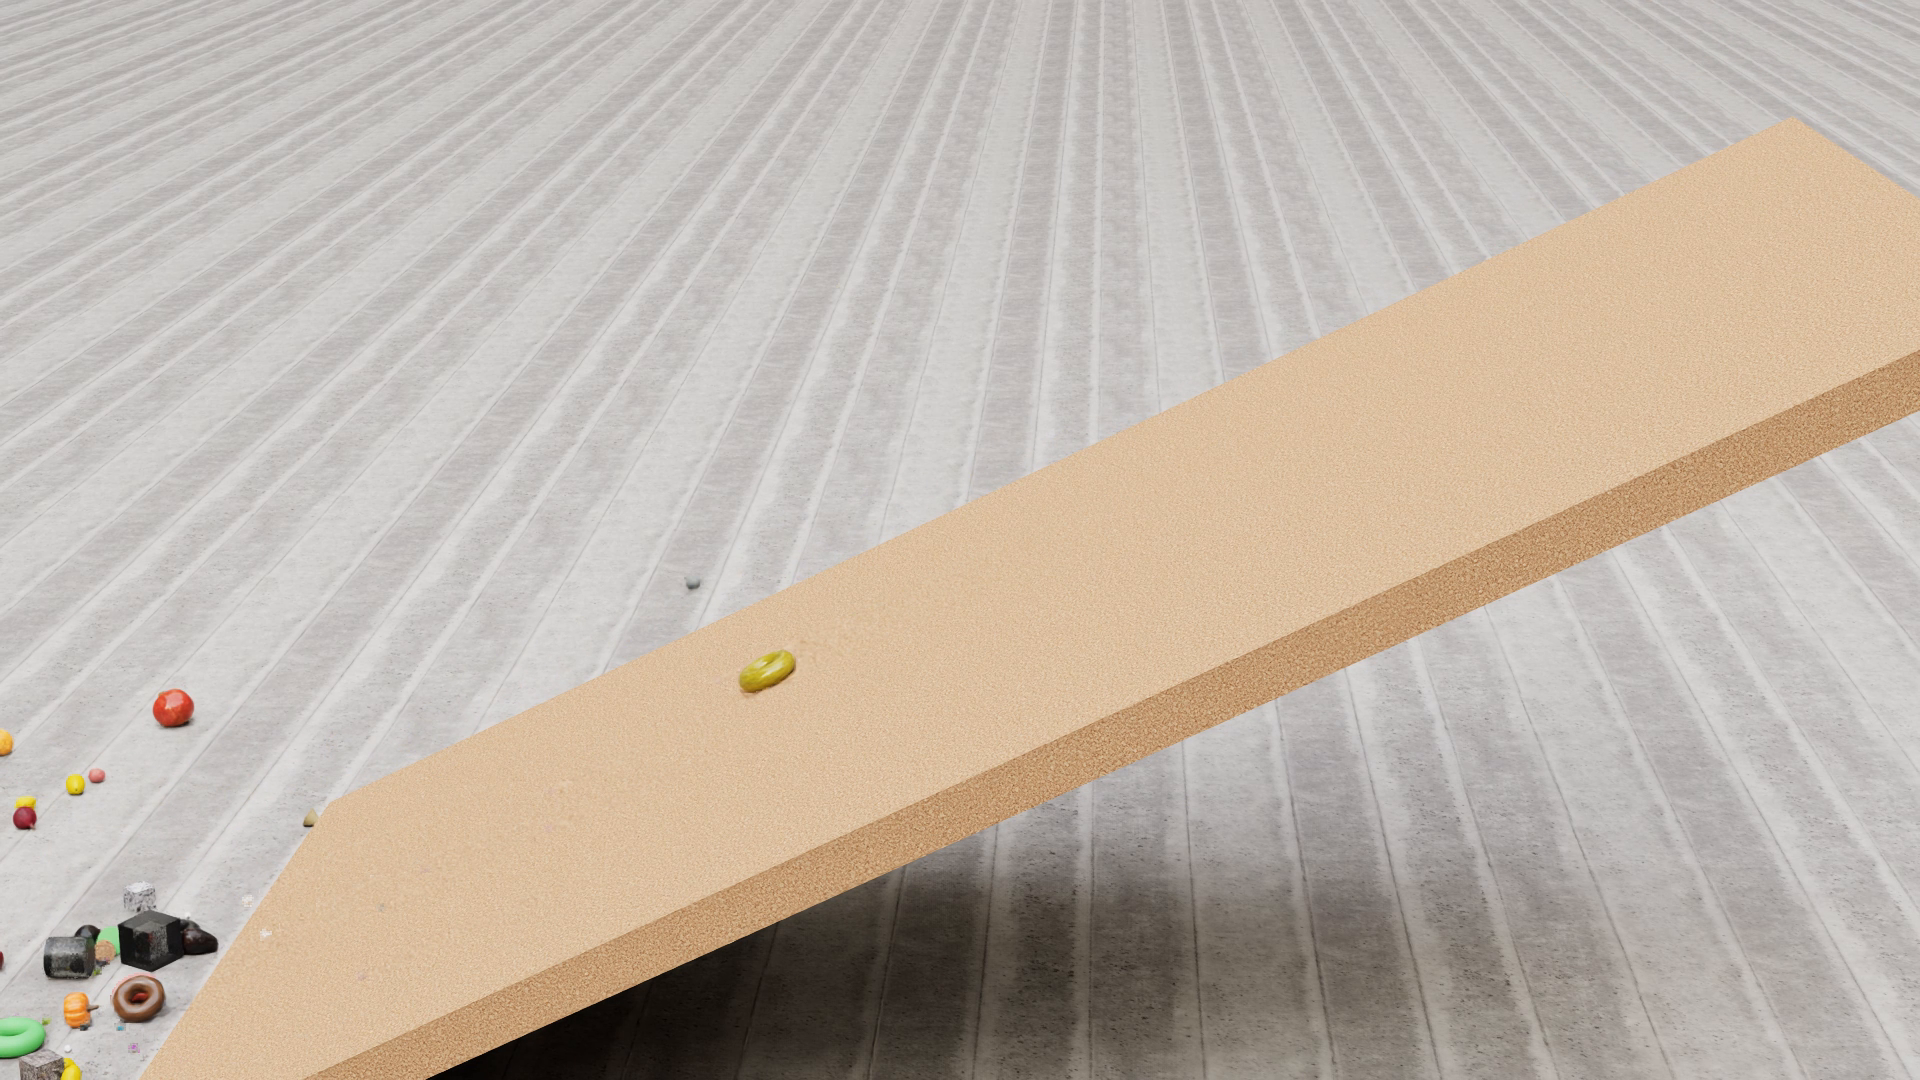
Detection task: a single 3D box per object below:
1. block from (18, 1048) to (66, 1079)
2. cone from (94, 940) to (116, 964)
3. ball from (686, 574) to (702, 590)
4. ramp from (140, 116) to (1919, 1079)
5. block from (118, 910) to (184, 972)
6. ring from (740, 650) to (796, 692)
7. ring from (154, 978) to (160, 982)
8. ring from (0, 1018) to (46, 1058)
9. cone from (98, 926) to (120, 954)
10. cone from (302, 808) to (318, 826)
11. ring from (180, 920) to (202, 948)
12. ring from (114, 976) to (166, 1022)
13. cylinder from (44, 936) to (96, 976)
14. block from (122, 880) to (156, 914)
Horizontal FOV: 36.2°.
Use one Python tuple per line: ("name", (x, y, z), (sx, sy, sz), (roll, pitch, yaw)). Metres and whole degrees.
("block", (-1.945, 1.127, 6.234), (0.067, 0.067, 0.067), (15, 22, 40))
("cone", (-2.008, 0.964, 6.860), (0.056, 0.056, 0.056), (-21, -2, 44))
("ball", (-0.871, 0.137, 9.610), (0.051, 0.051, 0.051), (0, 16, 0))
("ramp", (0.138, 0.168, 6.281), (4.000, 0.100, 2.000), (-25, 14, 10))
("block", (-1.882, 0.932, 6.838), (0.099, 0.099, 0.099), (10, 19, 30))
("ring", (-0.432, 0.294, 6.597), (0.140, 0.047, 0.140), (-25, 15, 7))
("ring", (-1.856, 1.019, 6.666), (0.093, 0.031, 0.093), (1, 18, 0))
("ring", (-2.068, 1.085, 6.415), (0.140, 0.047, 0.140), (1, 17, 0))
("cone", (-1.982, 0.945, 6.914), (0.070, 0.070, 0.070), (2, -10, 5))
("cone", (-1.673, 0.733, 7.646), (0.051, 0.051, 0.051), (29, 21, 4))
("ring", (-1.853, 0.931, 6.949), (0.117, 0.039, 0.117), (0, 18, 0))
("ring", (-1.832, 1.024, 6.564), (0.115, 0.038, 0.115), (0, 48, -1))
("cylinder", (-2.048, 0.958, 6.763), (0.092, 0.092, 0.092), (0, 16, 0))
("block", (-1.990, 0.867, 7.135), (0.055, 0.055, 0.055), (15, 22, 42))
